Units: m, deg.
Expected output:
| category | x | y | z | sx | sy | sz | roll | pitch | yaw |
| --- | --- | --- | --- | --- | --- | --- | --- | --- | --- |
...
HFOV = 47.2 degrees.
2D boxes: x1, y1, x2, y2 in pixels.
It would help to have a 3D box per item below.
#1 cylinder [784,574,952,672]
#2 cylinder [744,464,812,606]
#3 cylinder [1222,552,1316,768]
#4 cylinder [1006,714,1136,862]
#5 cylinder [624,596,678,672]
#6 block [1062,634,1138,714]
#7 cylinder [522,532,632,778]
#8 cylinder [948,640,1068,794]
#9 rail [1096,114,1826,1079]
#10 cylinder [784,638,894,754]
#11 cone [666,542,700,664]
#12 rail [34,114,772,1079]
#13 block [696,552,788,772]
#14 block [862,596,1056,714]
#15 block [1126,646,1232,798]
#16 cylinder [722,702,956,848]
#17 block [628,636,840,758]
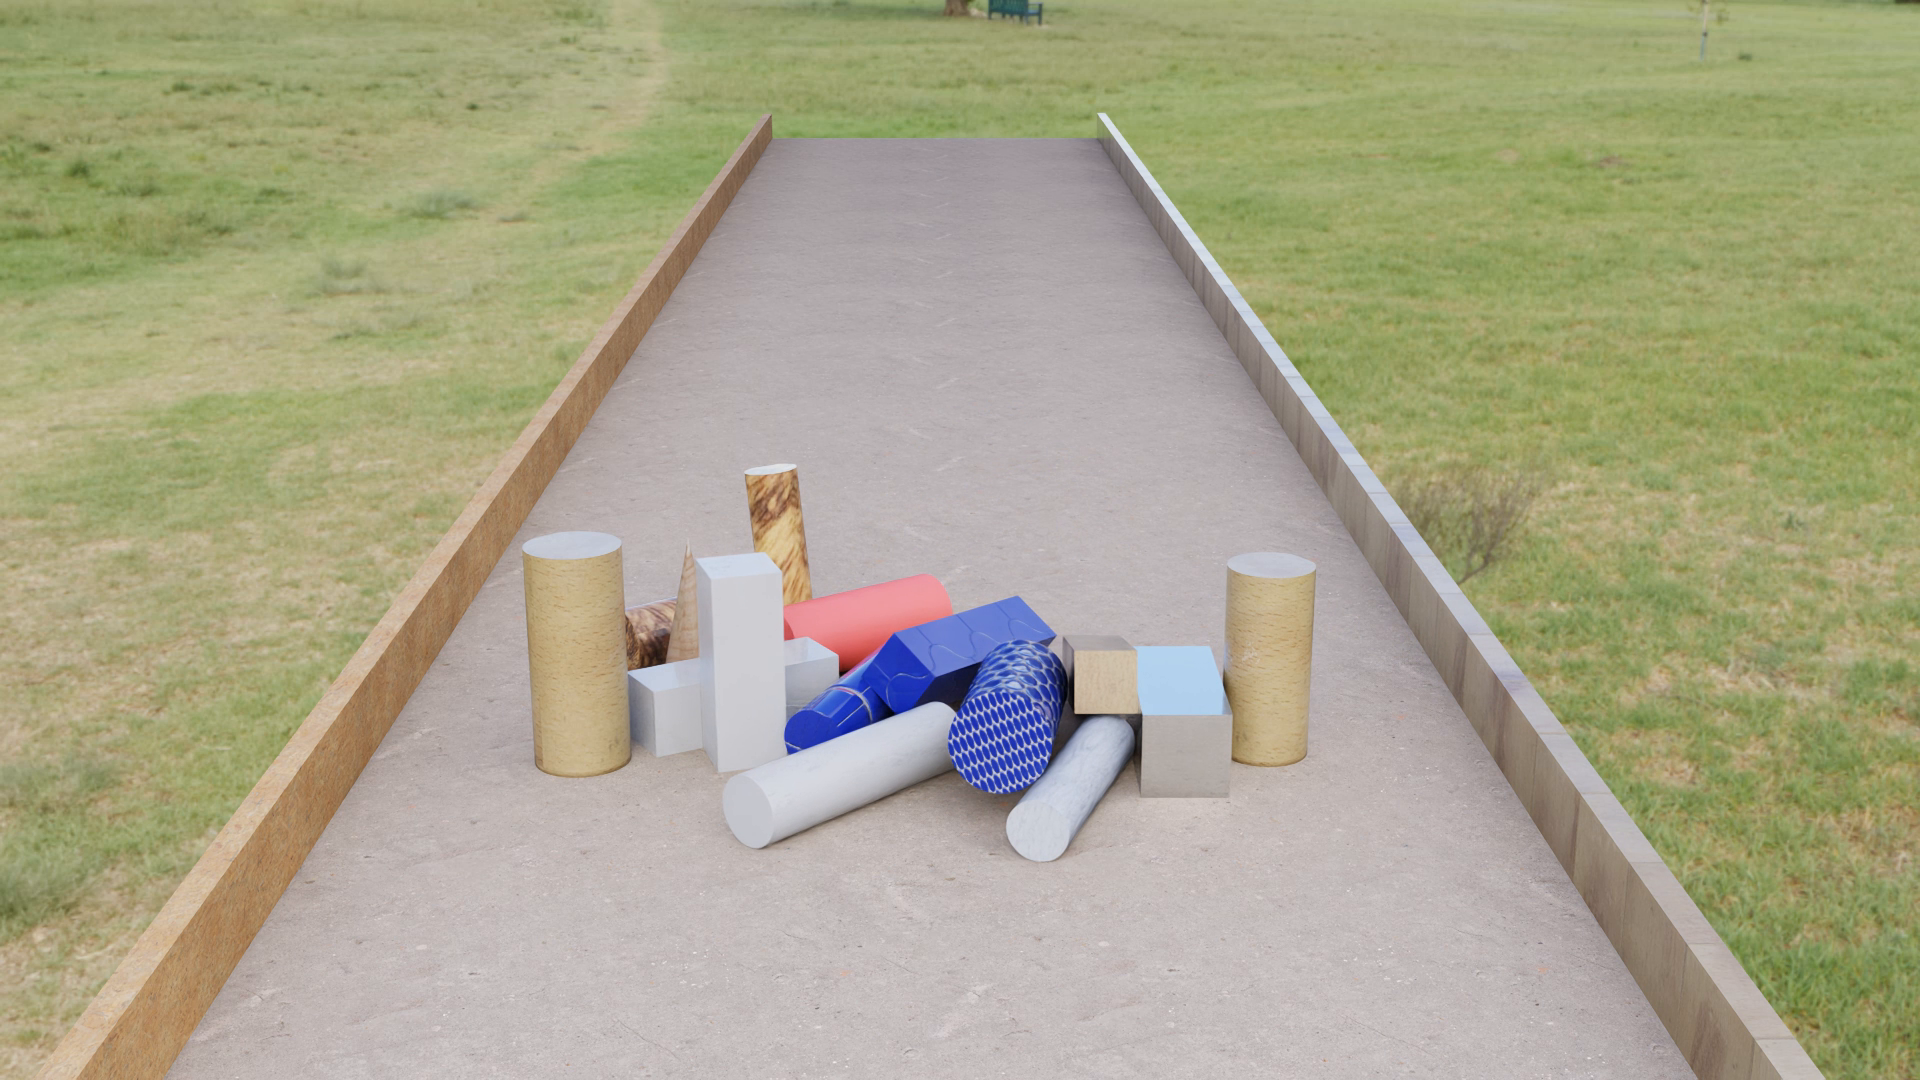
| category | x | y | z | sx | sy | sz | roll | pitch | yaw |
| --- | --- | --- | --- | --- | --- | --- | --- | --- | --- |
| cylinder | -0.208 | 0.176 | 4.367 | 0.374 | 0.153 | 0.153 | -13 | 21 | -36 |
| cylinder | -0.356 | 0.044 | 4.397 | 0.104 | 0.379 | 0.104 | -6 | 12 | 1 |
| cylinder | 0.546 | 0.211 | 3.903 | 0.155 | 0.350 | 0.155 | 0 | 17 | 0 |
| cylinder | 0.191 | 0.406 | 3.677 | 0.105 | 0.105 | 0.415 | 6 | 17 | 18 |
| cylinder | -0.504 | 0.164 | 4.448 | 0.418 | 0.131 | 0.131 | -13 | 21 | -38 |
| block | 0.253 | 0.242 | 4.027 | 0.109 | 0.109 | 0.432 | 0 | 1 | 0 |
| cylinder | -0.670 | 0.200 | 3.857 | 0.170 | 0.398 | 0.170 | 0 | 17 | 0 |
| cylinder | 0.089 | 0.299 | 3.814 | 0.171 | 0.171 | 0.451 | 2 | 9 | 6 |
| rail | 0.932 | -0.844 | 7.801 | 0.050 | 0.150 | 12.000 | 0 | 17 | -1 |
| cylinder | -0.176 | 0.292 | 4.046 | 0.115 | 0.115 | 0.449 | 6 | 18 | 20 |
| cone | -0.503 | 0.156 | 4.115 | 0.139 | 0.335 | 0.139 | 0 | 17 | 0 |
| rail | -1.118 | -0.838 | 7.780 | 0.050 | 0.150 | 12.000 | 0 | 17 | -1 |
| block | -0.385 | 0.215 | 3.878 | 0.125 | 0.356 | 0.125 | -6 | 17 | -18 |
| block | 0.005 | 0.216 | 4.131 | 0.113 | 0.113 | 0.450 | 46 | 27 | 18 |
| block | 0.383 | 0.318 | 3.893 | 0.152 | 0.152 | 0.348 | 0 | 17 | 0 |
| cylinder | -0.187 | 0.390 | 3.699 | 0.124 | 0.124 | 0.453 | 15 | 22 | 41 |
| block | -0.415 | 0.286 | 4.048 | 0.372 | 0.124 | 0.124 | -10 | 19 | -30 |
